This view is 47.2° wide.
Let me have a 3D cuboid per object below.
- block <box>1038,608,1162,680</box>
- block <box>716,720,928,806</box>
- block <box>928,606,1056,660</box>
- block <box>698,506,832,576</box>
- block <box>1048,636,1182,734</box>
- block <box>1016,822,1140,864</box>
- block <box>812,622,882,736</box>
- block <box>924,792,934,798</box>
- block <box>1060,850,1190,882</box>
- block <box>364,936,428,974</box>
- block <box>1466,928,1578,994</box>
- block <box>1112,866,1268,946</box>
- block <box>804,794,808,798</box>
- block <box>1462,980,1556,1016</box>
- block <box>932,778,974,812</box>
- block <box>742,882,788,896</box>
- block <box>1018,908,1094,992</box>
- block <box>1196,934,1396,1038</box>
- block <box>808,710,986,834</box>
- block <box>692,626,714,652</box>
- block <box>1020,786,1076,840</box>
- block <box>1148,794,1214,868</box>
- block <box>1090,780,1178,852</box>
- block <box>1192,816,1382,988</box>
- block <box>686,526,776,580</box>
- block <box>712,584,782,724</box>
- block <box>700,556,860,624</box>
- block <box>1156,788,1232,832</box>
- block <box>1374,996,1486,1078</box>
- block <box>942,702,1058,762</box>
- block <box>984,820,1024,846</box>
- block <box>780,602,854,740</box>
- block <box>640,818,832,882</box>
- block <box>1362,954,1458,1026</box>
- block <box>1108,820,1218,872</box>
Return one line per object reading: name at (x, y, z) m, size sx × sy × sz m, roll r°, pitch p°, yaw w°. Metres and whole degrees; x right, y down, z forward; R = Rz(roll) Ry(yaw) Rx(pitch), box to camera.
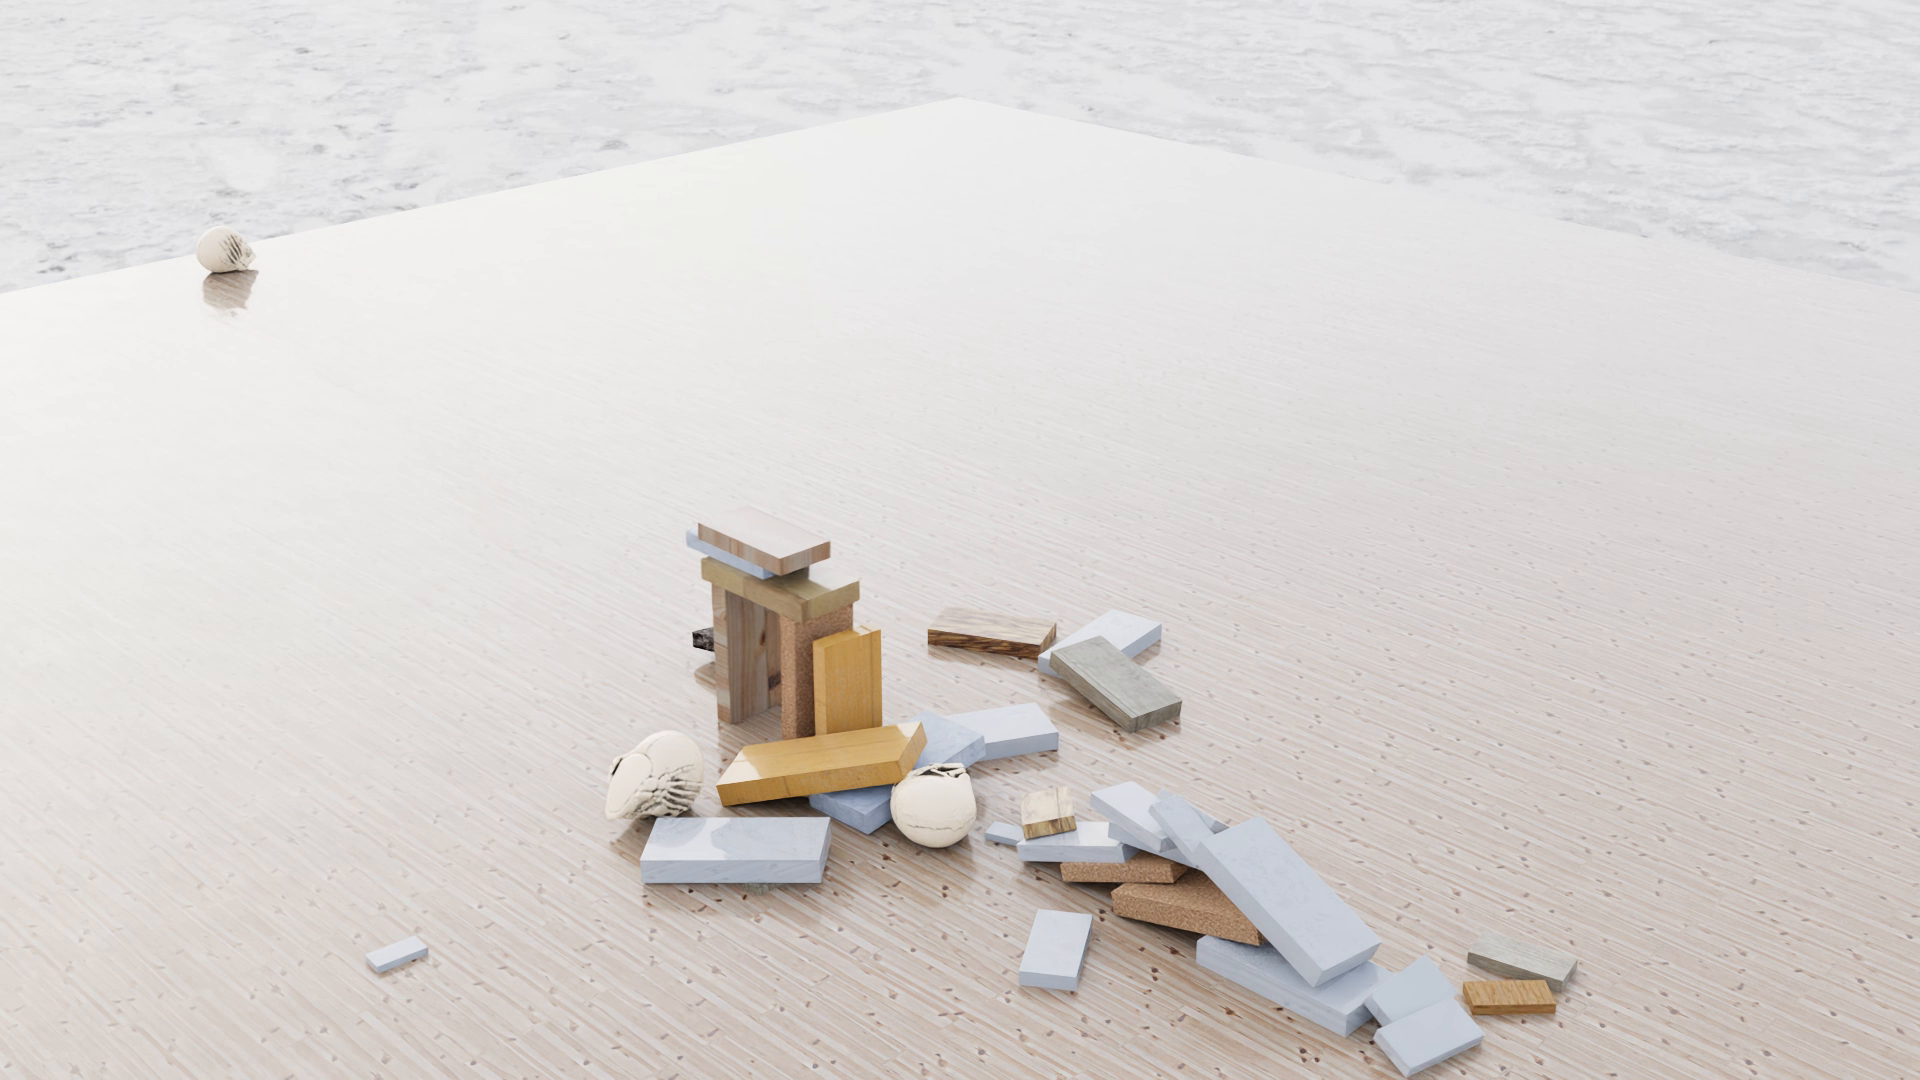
block at (0.328, 0.249, 5.124) m, size 0.138 × 0.039 × 0.318 m, roll 16°, pitch 28°, yaw 33°
block at (-0.281, 0.456, 4.485) m, size 0.402 × 0.049 × 0.172 m, roll -10°, pitch 19°, yaw 19°
block at (0.076, 0.219, 5.196) m, size 0.275 × 0.039 × 0.138 m, roll 8°, pitch 24°, yaw 17°
block at (-0.416, 0.000, 4.665) m, size 0.138 × 0.039 × 0.275 m, roll -21°, pitch 30°, yaw -40°
block at (0.344, 0.319, 4.896) m, size 0.144 × 0.041 × 0.289 m, roll -16°, pitch 37°, yaw -33°
block at (0.241, 0.582, 4.243) m, size 0.238 × 0.034 × 0.119 m, roll -5°, pitch 14°, yaw 35°
block at (-0.234, 0.330, 4.614) m, size 0.144 × 0.289 × 0.041 m, roll -17°, pitch 28°, yaw -35°
block at (-0.076, 0.503, 4.558) m, size 0.049 × 0.014 × 0.098 m, roll -11°, pitch 26°, yaw -25°
block at (0.323, 0.611, 4.183) m, size 0.238 × 0.034 × 0.119 m, roll -5°, pitch 13°, yaw 33°
block at (-1.019, 0.749, 3.977) m, size 0.099 × 0.014 × 0.050 m, roll -18°, pitch 29°, yaw -36°
block at (1.010, 0.755, 3.950) m, size 0.174 × 0.025 × 0.087 m, roll 14°, pitch 27°, yaw 30°
block at (0.458, 0.664, 4.050) m, size 0.324 × 0.046 × 0.162 m, roll 4°, pitch 20°, yaw 42°
block at (-0.290, 0.506, 4.551) m, size 0.049 × 0.014 × 0.098 m, roll 11°, pitch 25°, yaw 24°
block at (0.961, 0.800, 3.848) m, size 0.145 × 0.021 × 0.072 m, roll -1°, pitch 23°, yaw -2°
block at (-0.023, 0.514, 4.501) m, size 0.049 × 0.014 × 0.098 m, roll -25°, pitch 43°, yaw -31°
block at (-0.363, 0.649, 4.213) m, size 0.099 × 0.014 × 0.049 m, roll -18°, pitch 29°, yaw -36°
block at (0.175, 0.740, 3.979) m, size 0.103 × 0.029 × 0.205 m, roll 5°, pitch 23°, yaw 11°
block at (0.598, 0.762, 3.905) m, size 0.324 × 0.046 × 0.162 m, roll 21°, pitch 31°, yaw 40°
block at (-0.128, 0.473, 4.518) m, size 0.172 × 0.049 × 0.344 m, roll 19°, pitch 38°, yaw 41°
block at (-0.485, 0.217, 5.141) m, size 0.128 × 0.036 × 0.256 m, roll 10°, pitch 17°, yaw 43°
block at (0.175, 0.540, 4.368) m, size 0.103 × 0.029 × 0.205 m, roll -11°, pitch 10°, yaw 3°
block at (0.419, 0.535, 4.051) m, size 0.072 × 0.021 × 0.145 m, roll -14°, pitch 50°, yaw -37°
block at (0.349, 0.520, 4.139) m, size 0.103 × 0.029 × 0.205 m, roll -11°, pitch 26°, yaw -35°
block at (0.580, 0.639, 3.915) m, size 0.162 × 0.046 × 0.324 m, roll -15°, pitch 49°, yaw -40°
block at (-0.458, 0.014, 4.729) m, size 0.257 × 0.036 × 0.128 m, roll 21°, pitch 31°, yaw 41°
block at (-0.459, 0.225, 4.812) m, size 0.046 × 0.326 × 0.163 m, roll 21°, pitch 31°, yaw 41°
block at (-0.383, 0.083, 4.669) m, size 0.326 × 0.046 × 0.163 m, roll 21°, pitch 31°, yaw 41°
block at (0.444, 0.514, 4.134) m, size 0.072 × 0.021 × 0.145 m, roll 29°, pitch -1°, yaw -44°
block at (0.793, 0.839, 3.716) m, size 0.174 × 0.025 × 0.087 m, roll -14°, pitch 47°, yaw -30°
block at (0.051, 0.419, 4.721) m, size 0.289 × 0.041 × 0.144 m, roll -7°, pitch 24°, yaw -17°
block at (0.104, 0.586, 4.363) m, size 0.099 × 0.014 × 0.050 m, roll 11°, pitch 25°, yaw 23°
block at (-0.302, 0.286, 4.668) m, size 0.163 × 0.326 × 0.046 m, roll -21°, pitch 33°, yaw -41°
block at (-0.431, 0.600, 4.259) m, size 0.344 × 0.049 × 0.172 m, roll -1°, pitch 21°, yaw 4°
block at (0.781, 0.791, 3.807) m, size 0.174 × 0.025 × 0.087 m, roll -22°, pitch 65°, yaw -42°
block at (0.411, 0.559, 4.137) m, size 0.238 × 0.034 × 0.119 m, roll 16°, pitch 24°, yaw 28°
